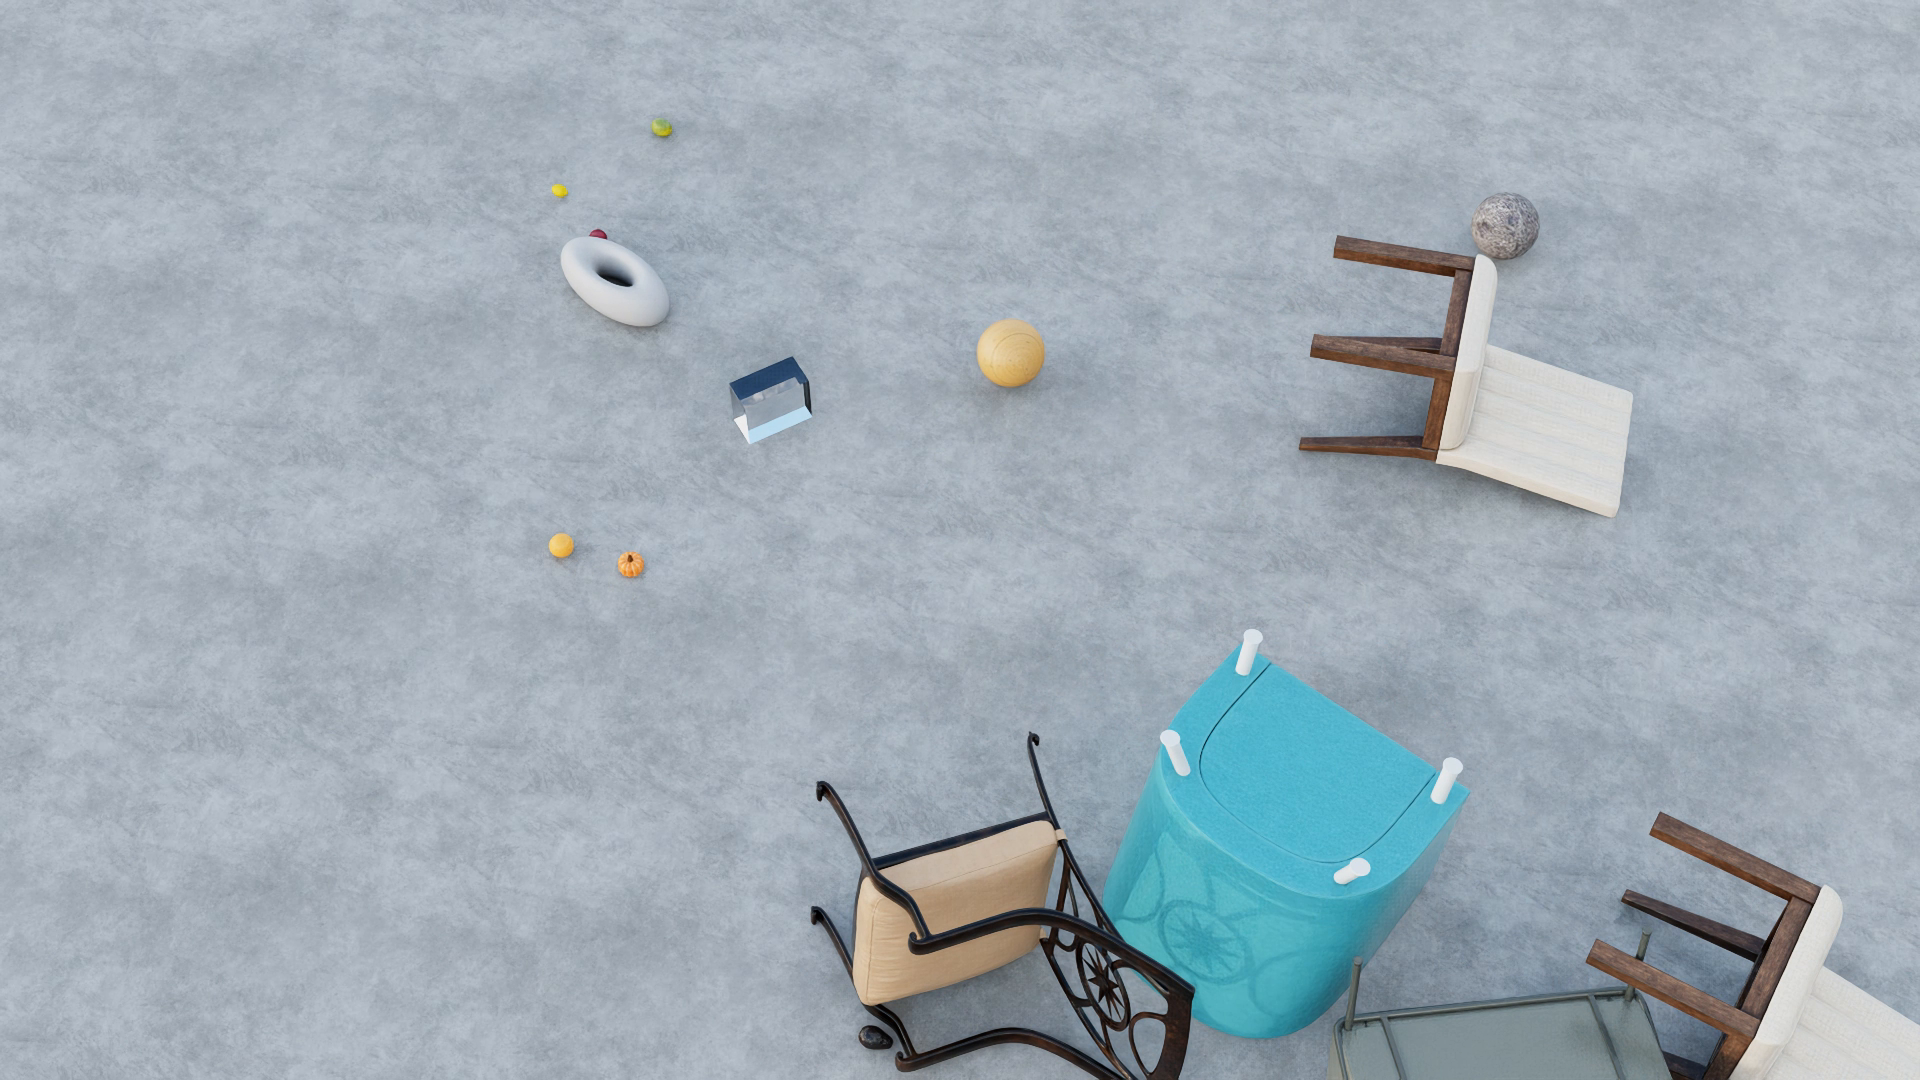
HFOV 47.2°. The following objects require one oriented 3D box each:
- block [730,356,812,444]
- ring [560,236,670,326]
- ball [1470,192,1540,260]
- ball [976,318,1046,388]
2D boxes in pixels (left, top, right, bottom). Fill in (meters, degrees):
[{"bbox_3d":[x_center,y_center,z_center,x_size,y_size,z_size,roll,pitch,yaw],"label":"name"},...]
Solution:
[{"bbox_3d":[-0.580,-0.429,6.752,0.217,0.182,0.111,-25,60,-16],"label":"block"},{"bbox_3d":[-1.105,-0.829,7.044,0.432,0.147,0.215,34,60,20],"label":"ring"},{"bbox_3d":[1.767,-1.017,7.125,0.218,0.218,0.218,0,56,0],"label":"ball"},{"bbox_3d":[0.158,-0.582,6.835,0.214,0.214,0.214,0,56,0],"label":"ball"}]
